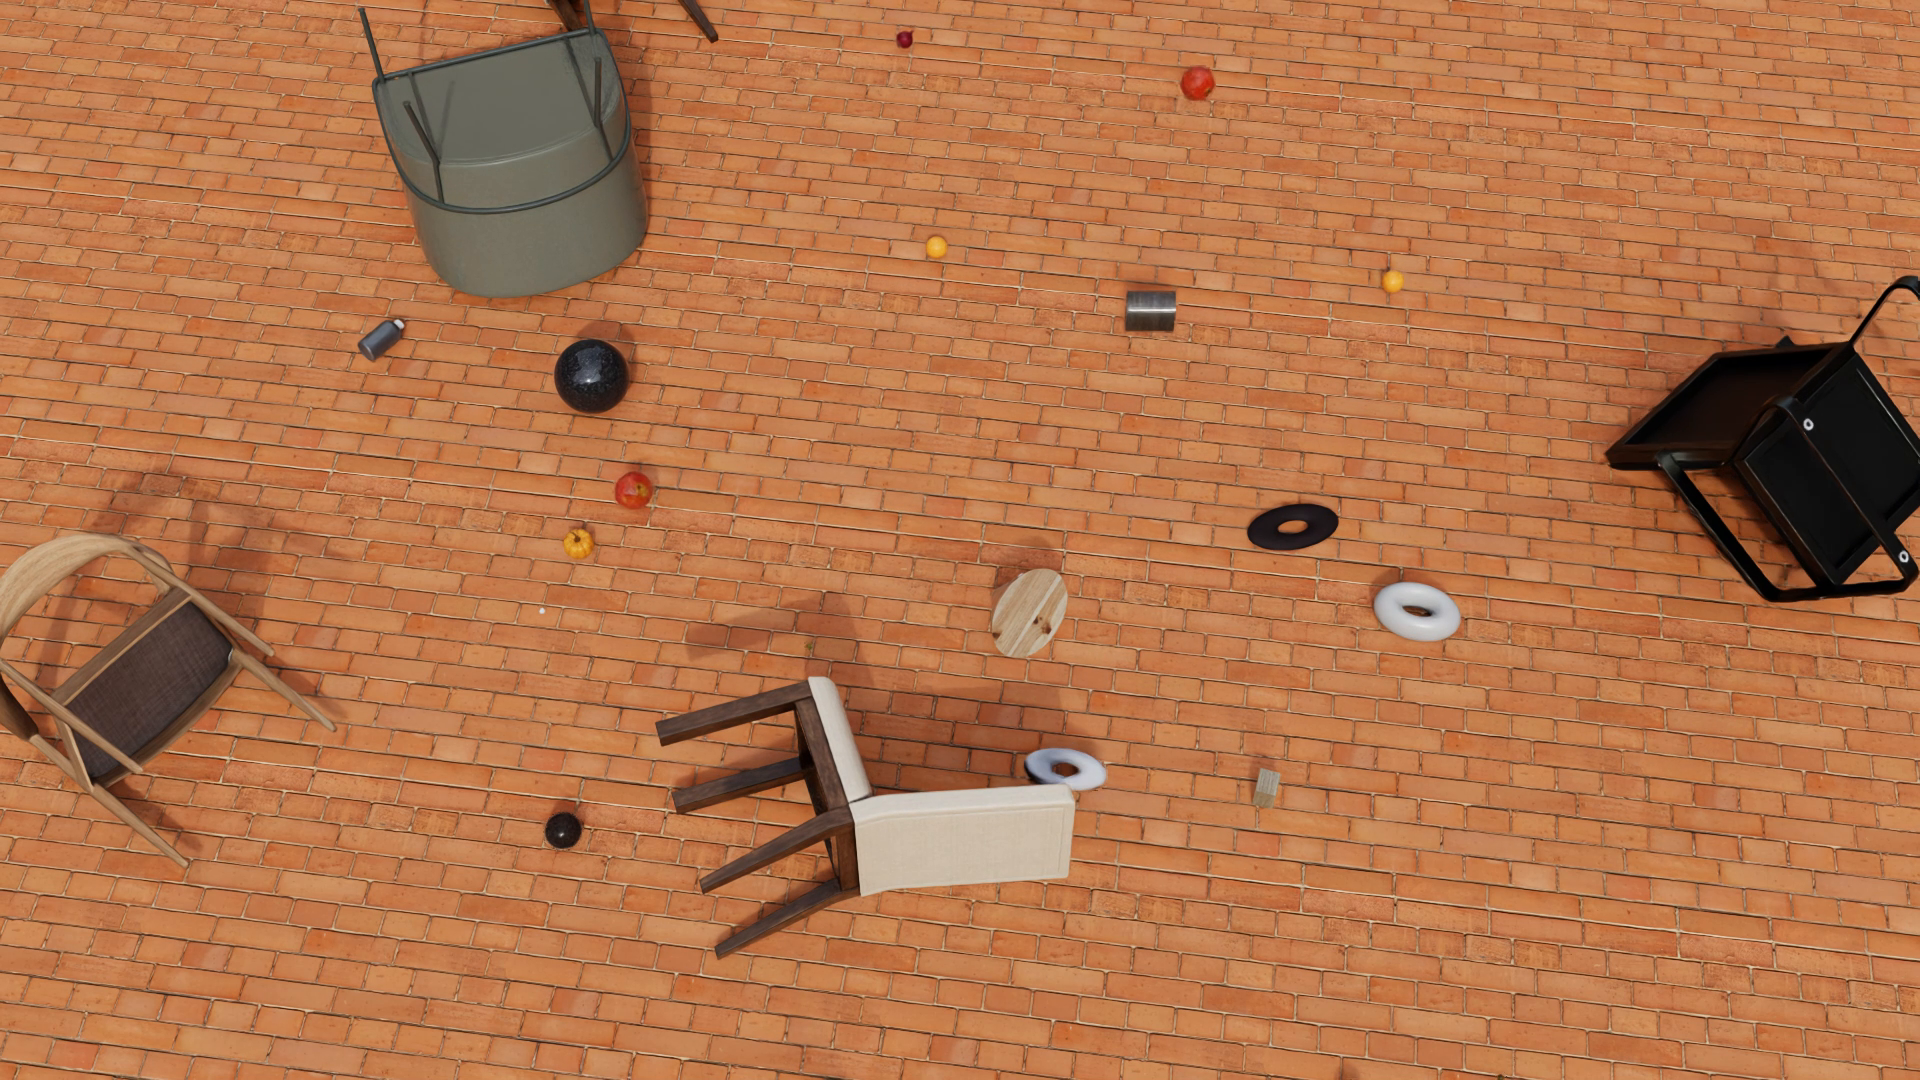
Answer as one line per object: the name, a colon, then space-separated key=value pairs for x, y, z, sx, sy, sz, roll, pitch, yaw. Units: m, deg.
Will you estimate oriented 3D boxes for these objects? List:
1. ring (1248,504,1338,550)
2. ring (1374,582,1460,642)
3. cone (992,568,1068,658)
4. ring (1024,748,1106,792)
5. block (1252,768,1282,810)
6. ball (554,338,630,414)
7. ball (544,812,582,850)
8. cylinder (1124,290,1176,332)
ring: x=0.996 y=-0.039 z=6.576 sx=0.285 sy=0.040 sz=0.152 roll=-11 pitch=58 yaw=-8
ring: x=1.326 y=0.208 z=6.379 sx=0.255 sy=0.093 sz=0.175 roll=15 pitch=56 yaw=11
cone: x=0.146 y=0.181 z=6.388 sx=0.280 sy=0.239 sz=0.209 roll=-56 pitch=36 yaw=-4
ring: x=0.290 y=0.636 z=6.085 sx=0.237 sy=0.070 sz=0.116 roll=7 pitch=74 yaw=19
block: x=0.845 y=0.686 z=6.063 sx=0.058 sy=0.083 sz=0.072 roll=14 pitch=57 yaw=9
ball: x=-1.133 y=-0.504 z=6.771 sx=0.234 sy=0.234 sz=0.234 roll=0 pitch=56 yaw=0
ball: x=-1.080 y=0.791 z=5.983 sx=0.100 sy=0.100 sz=0.100 roll=0 pitch=56 yaw=0
cylinder: x=0.603 y=-0.728 z=6.980 sx=0.152 sy=0.137 sz=0.114 roll=2 pitch=47 yaw=1
